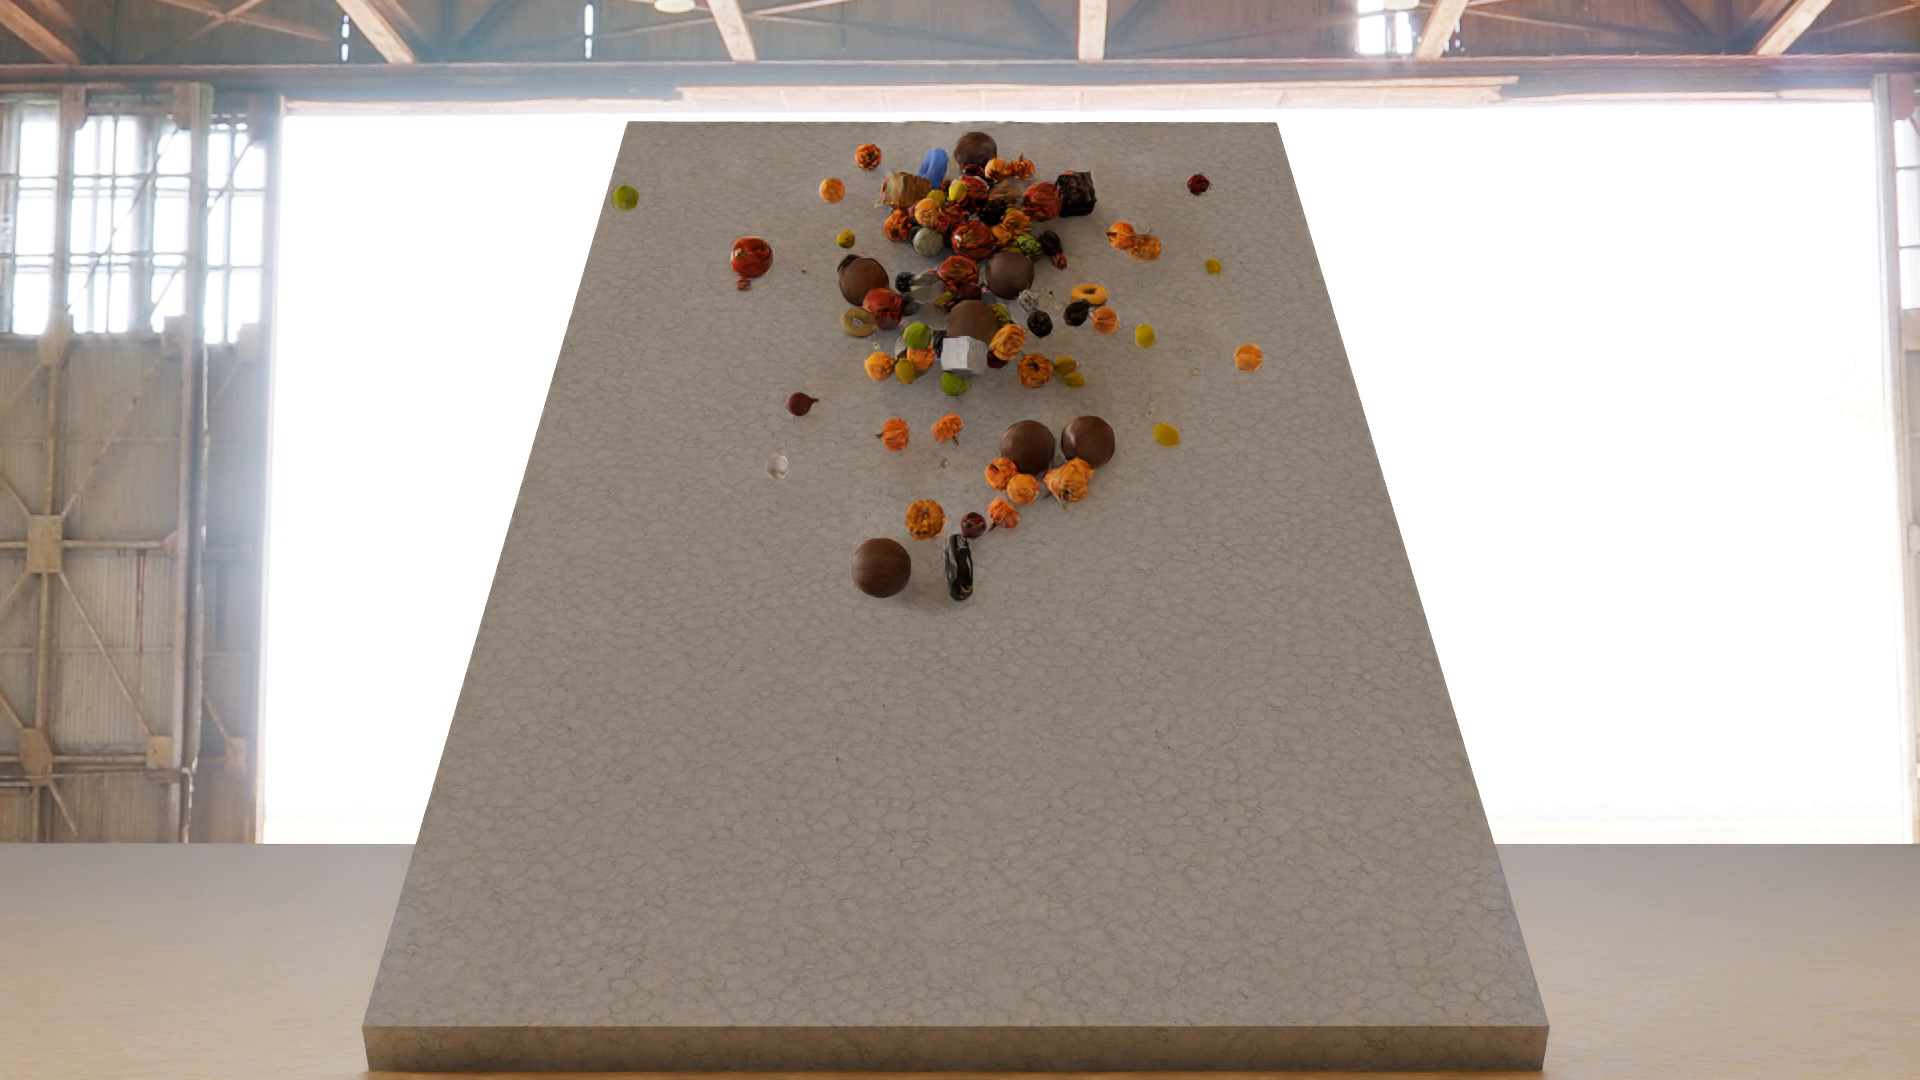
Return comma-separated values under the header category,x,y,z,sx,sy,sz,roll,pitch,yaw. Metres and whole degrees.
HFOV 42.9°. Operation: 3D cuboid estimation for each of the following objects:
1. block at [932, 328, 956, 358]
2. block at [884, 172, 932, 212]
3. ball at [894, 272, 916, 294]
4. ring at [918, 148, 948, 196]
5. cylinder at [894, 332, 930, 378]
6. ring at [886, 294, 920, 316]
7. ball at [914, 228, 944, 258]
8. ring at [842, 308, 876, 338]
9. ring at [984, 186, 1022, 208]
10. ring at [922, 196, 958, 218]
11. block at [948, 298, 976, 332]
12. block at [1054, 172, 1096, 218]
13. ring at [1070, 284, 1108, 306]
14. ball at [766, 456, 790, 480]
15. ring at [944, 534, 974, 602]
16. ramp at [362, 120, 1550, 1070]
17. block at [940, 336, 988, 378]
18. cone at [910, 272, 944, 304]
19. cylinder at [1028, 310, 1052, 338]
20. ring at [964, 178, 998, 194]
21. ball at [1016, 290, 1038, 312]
category,x,y,z,sx,sy,sz,roll,pitch,yaw
block,-0.039,-0.497,6.183,0.053,0.053,0.053,-7,33,-12
block,-0.145,-0.966,6.780,0.090,0.090,0.090,8,5,-32
ball,-0.143,-0.682,6.475,0.060,0.060,0.060,0,-7,0
ring,-0.079,-1.042,6.921,0.048,0.145,0.145,19,-13,-18
cylinder,-0.118,-0.462,6.094,0.087,0.087,0.087,0,32,-3
ring,-0.148,-0.615,6.396,0.089,0.030,0.089,0,33,0
ball,-0.086,-0.812,6.665,0.081,0.081,0.081,0,-7,0
ring,-0.254,-0.542,6.100,0.088,0.088,0.029,3,-32,-21
ring,0.123,-0.979,6.957,0.106,0.035,0.106,-11,27,6
ring,-0.057,-0.936,6.866,0.108,0.036,0.108,-16,-5,-1
block,0.007,-0.580,6.294,0.060,0.060,0.060,3,-52,-8
block,0.323,-0.971,6.875,0.092,0.092,0.092,-8,-16,-9
ring,0.340,-0.646,6.445,0.101,0.034,0.101,-1,31,0
ball,-0.422,-0.168,5.647,0.056,0.056,0.056,0,-7,0
ring,-0.003,0.059,5.167,0.049,0.147,0.147,-5,-6,-6
ramp,-0.015,-0.193,5.837,2.000,0.100,4.000,0,32,0
block,0.010,-0.431,5.762,0.077,0.077,0.077,0,-11,36
cone,-0.096,-0.667,6.284,0.090,0.090,0.090,2,32,-18
cylinder,0.202,-0.545,6.160,0.057,0.057,0.057,-1,-7,8
ring,0.059,-1.017,7.028,0.098,0.033,0.098,-5,17,1
ball,0.177,-0.625,6.387,0.057,0.057,0.057,0,-7,0
